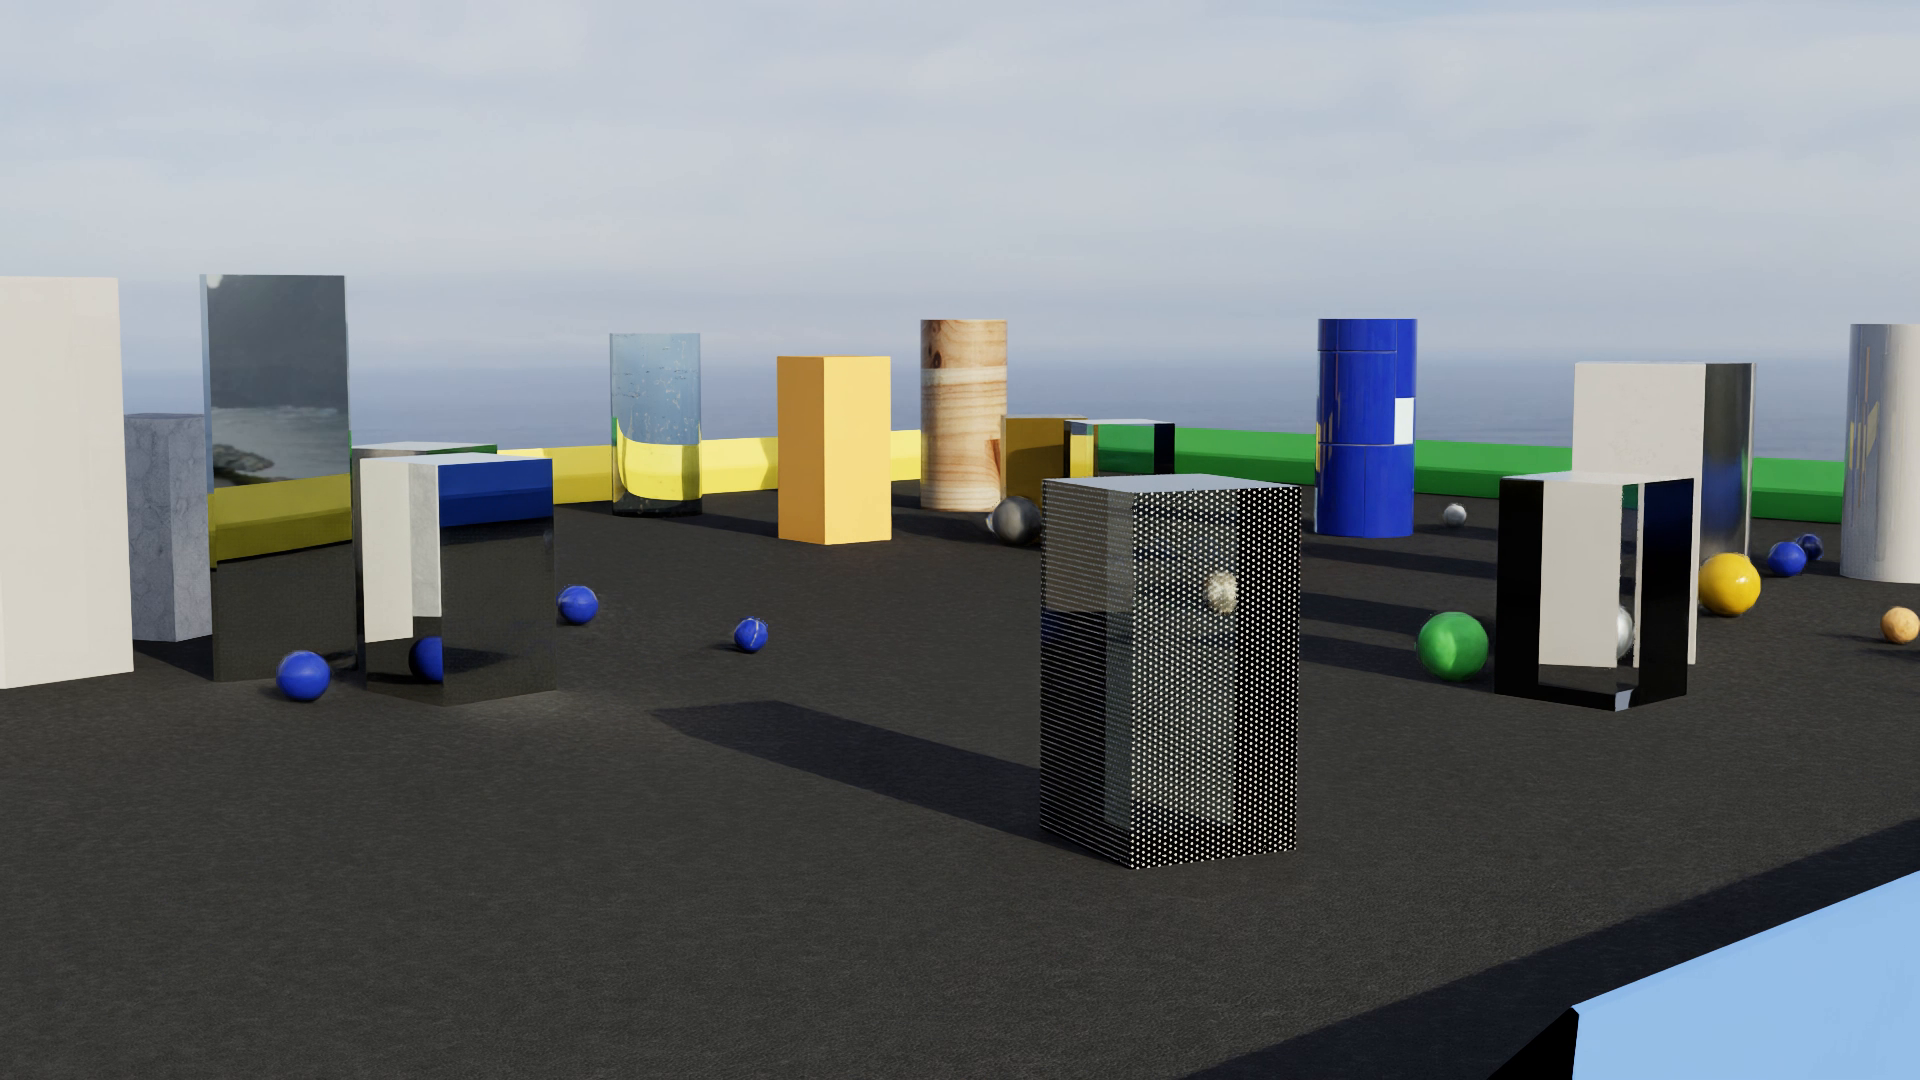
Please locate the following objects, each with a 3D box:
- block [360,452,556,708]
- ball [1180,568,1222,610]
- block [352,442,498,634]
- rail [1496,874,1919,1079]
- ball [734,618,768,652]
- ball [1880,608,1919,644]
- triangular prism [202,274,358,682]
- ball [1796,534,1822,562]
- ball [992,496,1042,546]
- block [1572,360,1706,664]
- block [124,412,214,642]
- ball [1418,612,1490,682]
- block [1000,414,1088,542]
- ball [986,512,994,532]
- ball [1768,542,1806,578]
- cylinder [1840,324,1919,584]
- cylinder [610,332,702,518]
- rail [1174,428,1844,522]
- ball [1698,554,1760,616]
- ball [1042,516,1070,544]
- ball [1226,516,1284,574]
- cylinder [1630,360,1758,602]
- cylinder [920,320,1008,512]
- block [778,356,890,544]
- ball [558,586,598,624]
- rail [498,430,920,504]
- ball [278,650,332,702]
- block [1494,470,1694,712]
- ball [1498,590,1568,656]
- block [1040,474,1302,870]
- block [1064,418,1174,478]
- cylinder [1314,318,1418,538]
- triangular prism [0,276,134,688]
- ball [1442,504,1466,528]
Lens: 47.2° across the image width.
[{"bbox_3d":[-0.585,0.041,2.568,0.157,0.273,0.157,5,8,42],"label":"block"},{"bbox_3d":[0.359,0.072,3.283,0.061,0.061,0.061,0,6,0],"label":"ball"},{"bbox_3d":[-0.755,-0.003,3.068,0.157,0.257,0.157,3,7,24],"label":"block"},{"bbox_3d":[1.279,0.177,1.953,4.438,0.127,0.045,-5,8,-42],"label":"rail"},{"bbox_3d":[-0.272,0.125,2.867,0.044,0.044,0.044,0,6,0],"label":"ball"},{"bbox_3d":[1.258,0.114,2.942,0.049,0.049,0.049,0,6,0],"label":"ball"},{"bbox_3d":[-0.857,-0.082,2.718,0.170,0.486,0.147,-4,7,-31],"label":"triangular prism"},{"bbox_3d":[1.508,0.014,3.909,0.048,0.048,0.048,0,6,0],"label":"ball"},{"bbox_3d":[0.108,-0.035,4.154,0.095,0.095,0.095,0,6,0],"label":"ball"},{"bbox_3d":[0.876,-0.041,2.850,0.157,0.377,0.157,2,6,18],"label":"block"},{"bbox_3d":[-1.104,-0.022,3.043,0.157,0.299,0.157,2,6,19],"label":"block"},{"bbox_3d":[0.593,0.128,2.644,0.084,0.084,0.084,0,6,0],"label":"ball"},{"bbox_3d":[0.162,-0.122,4.283,0.157,0.239,0.157,0,6,-3],"label":"block"},{"bbox_3d":[0.074,-0.036,4.409,0.042,0.042,0.042,0,6,0],"label":"ball"},{"bbox_3d":[1.380,0.032,3.671,0.061,0.061,0.061,0,6,0],"label":"ball"},{"bbox_3d":[1.581,-0.149,3.669,0.196,0.421,0.196,0,6,0],"label":"cylinder"},{"bbox_3d":[-0.663,-0.253,4.796,0.196,0.394,0.196,0,6,0],"label":"cylinder"},{"bbox_3d":[1.613,-0.122,4.812,0.045,0.127,3.819,-5,8,-42],"label":"rail"},{"bbox_3d":[1.118,0.066,3.204,0.091,0.091,0.091,0,6,0],"label":"ball"},{"bbox_3d":[0.183,-0.019,4.189,0.054,0.054,0.054,0,6,0],"label":"ball"},{"bbox_3d":[0.498,0.009,3.720,0.098,0.098,0.098,0,6,0],"label":"ball"},{"bbox_3d":[1.139,-0.097,3.447,0.196,0.364,0.196,0,6,0],"label":"cylinder"},{"bbox_3d":[0.009,-0.282,4.934,0.196,0.423,0.196,0,6,0],"label":"cylinder"},{"bbox_3d":[-0.245,-0.179,4.274,0.157,0.355,0.157,-5,8,-39],"label":"block"},{"bbox_3d":[-0.542,0.092,3.119,0.056,0.056,0.056,0,6,0],"label":"ball"},{"bbox_3d":[-1.279,-0.111,4.710,4.438,0.127,0.045,-5,8,-42],"label":"rail"},{"bbox_3d":[-0.747,0.155,2.506,0.058,0.058,0.058,0,6,0],"label":"ball"},{"bbox_3d":[0.732,0.054,2.543,0.157,0.253,0.157,-6,8,-43],"label":"block"},{"bbox_3d":[0.737,0.107,2.833,0.087,0.087,0.087,0,6,0],"label":"ball"},{"bbox_3d":[0.173,0.102,1.843,0.157,0.302,0.157,-3,7,-25],"label":"block"},{"bbox_3d":[0.290,-0.097,4.033,0.157,0.241,0.157,-2,6,-17],"label":"block"},{"bbox_3d":[0.809,-0.227,4.385,0.196,0.427,0.196,0,6,0],"label":"cylinder"},{"bbox_3d":[-1.134,-0.077,2.681,0.147,0.483,0.170,5,8,39],"label":"triangular prism"},{"bbox_3d":[1.017,-0.050,4.524,0.046,0.046,0.046,0,6,0],"label":"ball"}]
